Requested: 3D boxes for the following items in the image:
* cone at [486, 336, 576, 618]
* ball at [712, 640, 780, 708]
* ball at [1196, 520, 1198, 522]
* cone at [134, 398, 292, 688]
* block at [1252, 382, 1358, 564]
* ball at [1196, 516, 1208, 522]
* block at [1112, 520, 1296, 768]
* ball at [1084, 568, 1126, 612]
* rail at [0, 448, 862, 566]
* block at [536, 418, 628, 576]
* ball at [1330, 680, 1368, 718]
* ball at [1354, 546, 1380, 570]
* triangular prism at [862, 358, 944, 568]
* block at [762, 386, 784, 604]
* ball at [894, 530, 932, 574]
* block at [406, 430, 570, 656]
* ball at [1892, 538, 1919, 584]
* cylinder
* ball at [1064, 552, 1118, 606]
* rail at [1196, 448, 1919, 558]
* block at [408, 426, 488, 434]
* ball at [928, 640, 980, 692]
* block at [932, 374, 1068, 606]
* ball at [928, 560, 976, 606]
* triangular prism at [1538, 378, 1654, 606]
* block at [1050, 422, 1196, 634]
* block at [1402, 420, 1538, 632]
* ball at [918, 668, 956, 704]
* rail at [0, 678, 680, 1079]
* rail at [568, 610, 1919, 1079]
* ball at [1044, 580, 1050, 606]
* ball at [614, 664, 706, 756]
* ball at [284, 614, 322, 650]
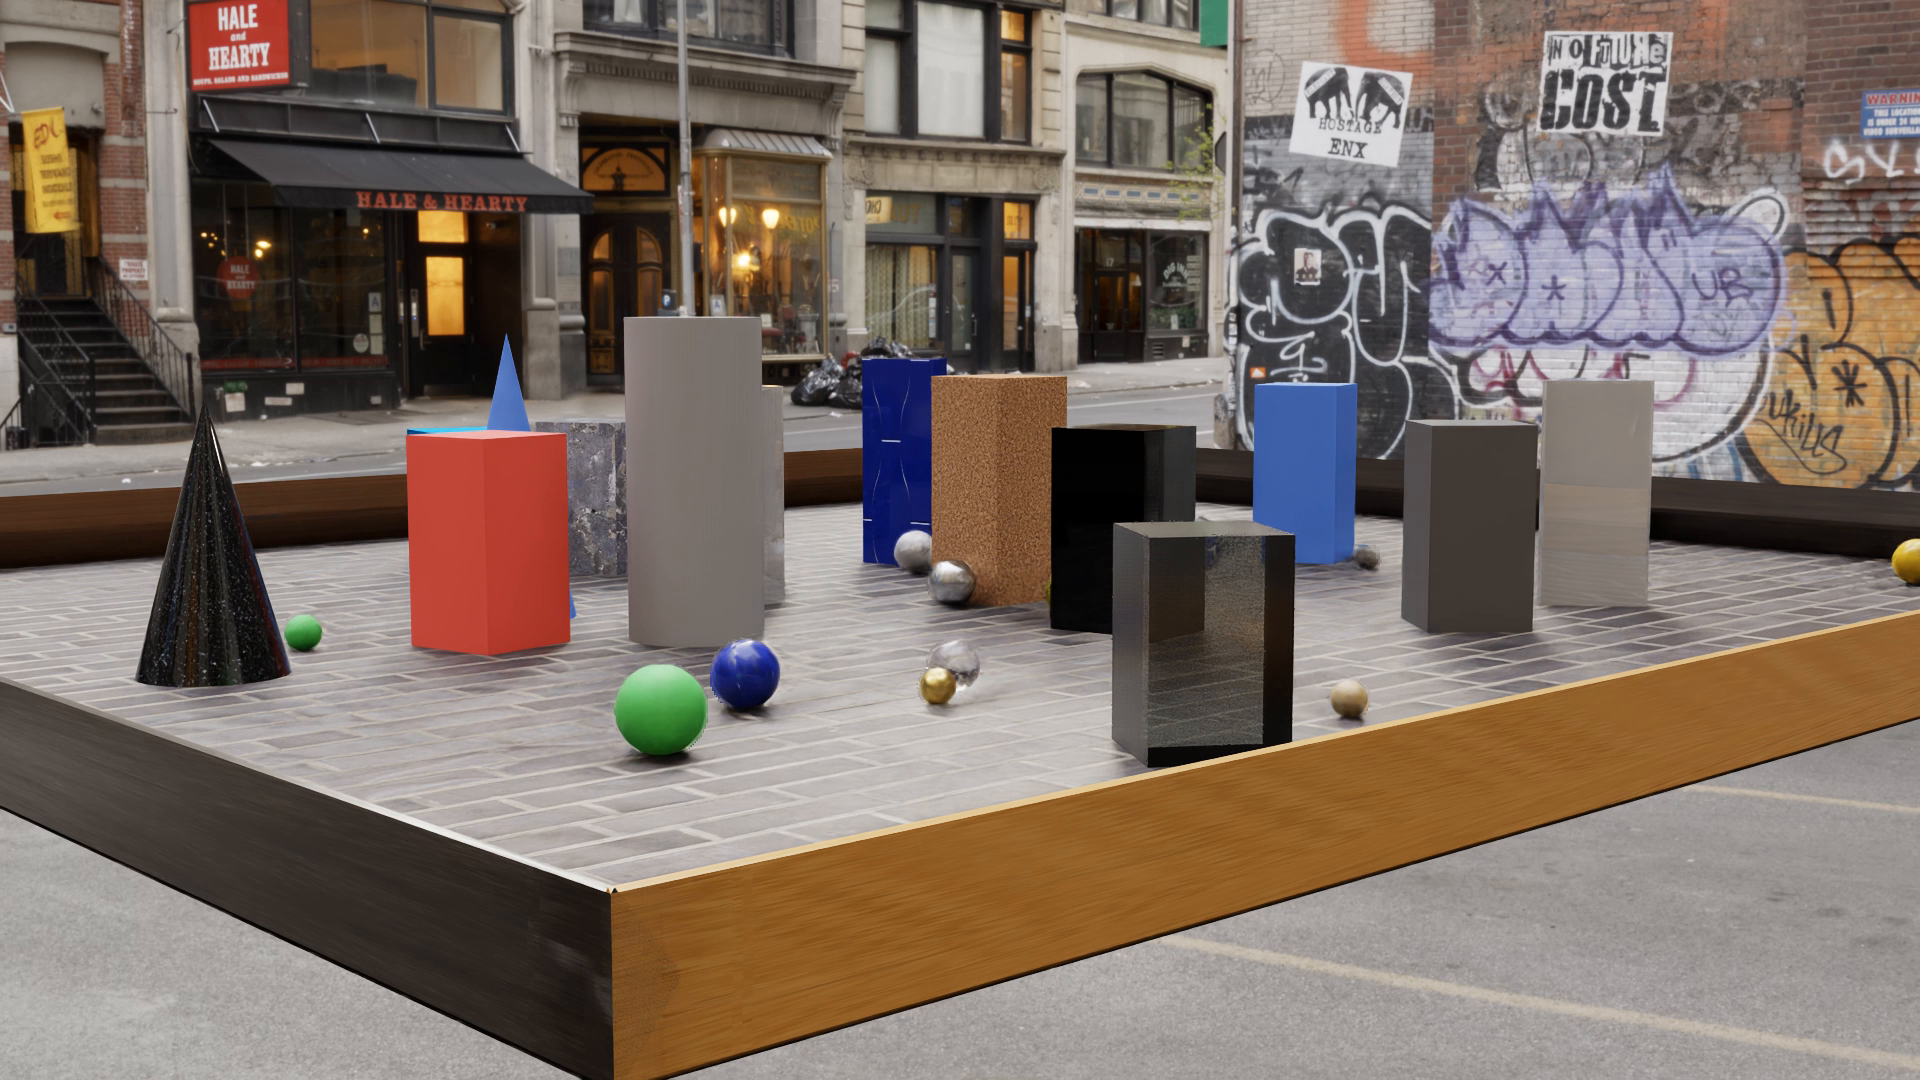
[{"bbox_3d":[-0.641,-0.092,3.131,0.182,0.406,0.182,0,6,0],"label":"cone"},{"bbox_3d":[-0.237,0.148,2.435,0.077,0.077,0.077,0,6,0],"label":"ball"},{"bbox_3d":[0.378,0.009,3.672,0.090,0.090,0.090,0,6,0],"label":"ball"},{"bbox_3d":[-0.903,-0.005,2.645,0.182,0.337,0.182,0,6,0],"label":"cone"},{"bbox_3d":[0.607,-0.121,3.870,0.145,0.307,0.145,3,7,24],"label":"block"},{"bbox_3d":[0.440,-0.017,4.080,0.056,0.056,0.056,0,6,0],"label":"ball"},{"bbox_3d":[0.240,0.100,2.196,0.145,0.224,0.145,-1,6,-10],"label":"block"},{"bbox_3d":[0.212,0.073,3.206,0.063,0.063,0.063,0,6,0],"label":"ball"},{"bbox_3d":[-0.944,-0.078,4.350,3.145,0.118,0.045,-6,8,-42],"label":"rail"},{"bbox_3d":[-0.615,-0.076,3.717,0.145,0.251,0.145,2,6,18],"label":"block"},{"bbox_3d":[0.422,0.172,2.383,0.041,0.041,0.041,0,6,0],"label":"ball"},{"bbox_3d":[0.687,0.030,3.713,0.041,0.041,0.041,0,6,0],"label":"ball"},{"bbox_3d":[-0.066,-0.139,3.823,0.157,0.353,0.136,4,7,34],"label":"triangular prism"},{"bbox_3d":[-0.366,-0.068,3.291,0.145,0.325,0.145,-6,8,-43],"label":"block"},{"bbox_3d":[-0.074,0.020,3.666,0.071,0.071,0.071,0,6,0],"label":"ball"},{"bbox_3d":[-0.619,-0.001,2.889,0.145,0.276,0.145,4,7,35],"label":"block"},{"bbox_3d":[1.531,0.034,3.522,0.072,0.072,0.072,0,6,0],"label":"ball"},{"bbox_3d":[-0.354,-0.083,2.940,0.182,0.429,0.182,0,6,0],"label":"cylinder"},{"bbox_3d":[0.195,0.058,3.274,0.079,0.079,0.079,0,6,0],"label":"ball"},{"bbox_3d":[1.138,-0.081,4.377,0.045,0.118,2.831,-6,8,-42],"label":"rail"},{"bbox_3d":[-0.848,-0.072,3.757,0.145,0.233,0.145,-4,7,-31],"label":"block"},{"bbox_3d":[-0.007,0.146,2.539,0.060,0.060,0.060,0,6,0],"label":"ball"},{"bbox_3d":[0.059,-0.080,3.344,0.145,0.337,0.145,-6,8,-42],"label":"block"},{"bbox_3d":[-0.012,0.063,3.265,0.070,0.070,0.070,0,6,0],"label":"ball"},{"bbox_3d":[0.948,-0.076,3.319,0.157,0.334,0.136,1,6,7],"label":"triangular prism"},{"bbox_3d":[0.226,-0.018,3.041,0.145,0.278,0.145,4,7,34],"label":"block"},{"bbox_3d":[0.707,-0.022,3.060,0.145,0.283,0.145,0,6,-3],"label":"block"},{"bbox_3d":[-0.025,0.163,2.457,0.042,0.042,0.042,0,6,0],"label":"ball"},{"bbox_3d":[-1.138,0.142,2.288,0.045,0.118,2.831,-6,8,-42],"label":"rail"},{"bbox_3d":[0.944,0.139,2.315,3.145,0.118,0.045,-6,8,-42],"label":"rail"},{"bbox_3d":[0.155,0.076,3.156,0.067,0.067,0.067,0,6,0],"label":"ball"},{"bbox_3d":[-0.297,0.168,2.182,0.091,0.091,0.091,0,6,0],"label":"ball"},{"bbox_3d":[-0.850,0.119,2.846,0.047,0.047,0.047,0,6,0],"label":"ball"}]
